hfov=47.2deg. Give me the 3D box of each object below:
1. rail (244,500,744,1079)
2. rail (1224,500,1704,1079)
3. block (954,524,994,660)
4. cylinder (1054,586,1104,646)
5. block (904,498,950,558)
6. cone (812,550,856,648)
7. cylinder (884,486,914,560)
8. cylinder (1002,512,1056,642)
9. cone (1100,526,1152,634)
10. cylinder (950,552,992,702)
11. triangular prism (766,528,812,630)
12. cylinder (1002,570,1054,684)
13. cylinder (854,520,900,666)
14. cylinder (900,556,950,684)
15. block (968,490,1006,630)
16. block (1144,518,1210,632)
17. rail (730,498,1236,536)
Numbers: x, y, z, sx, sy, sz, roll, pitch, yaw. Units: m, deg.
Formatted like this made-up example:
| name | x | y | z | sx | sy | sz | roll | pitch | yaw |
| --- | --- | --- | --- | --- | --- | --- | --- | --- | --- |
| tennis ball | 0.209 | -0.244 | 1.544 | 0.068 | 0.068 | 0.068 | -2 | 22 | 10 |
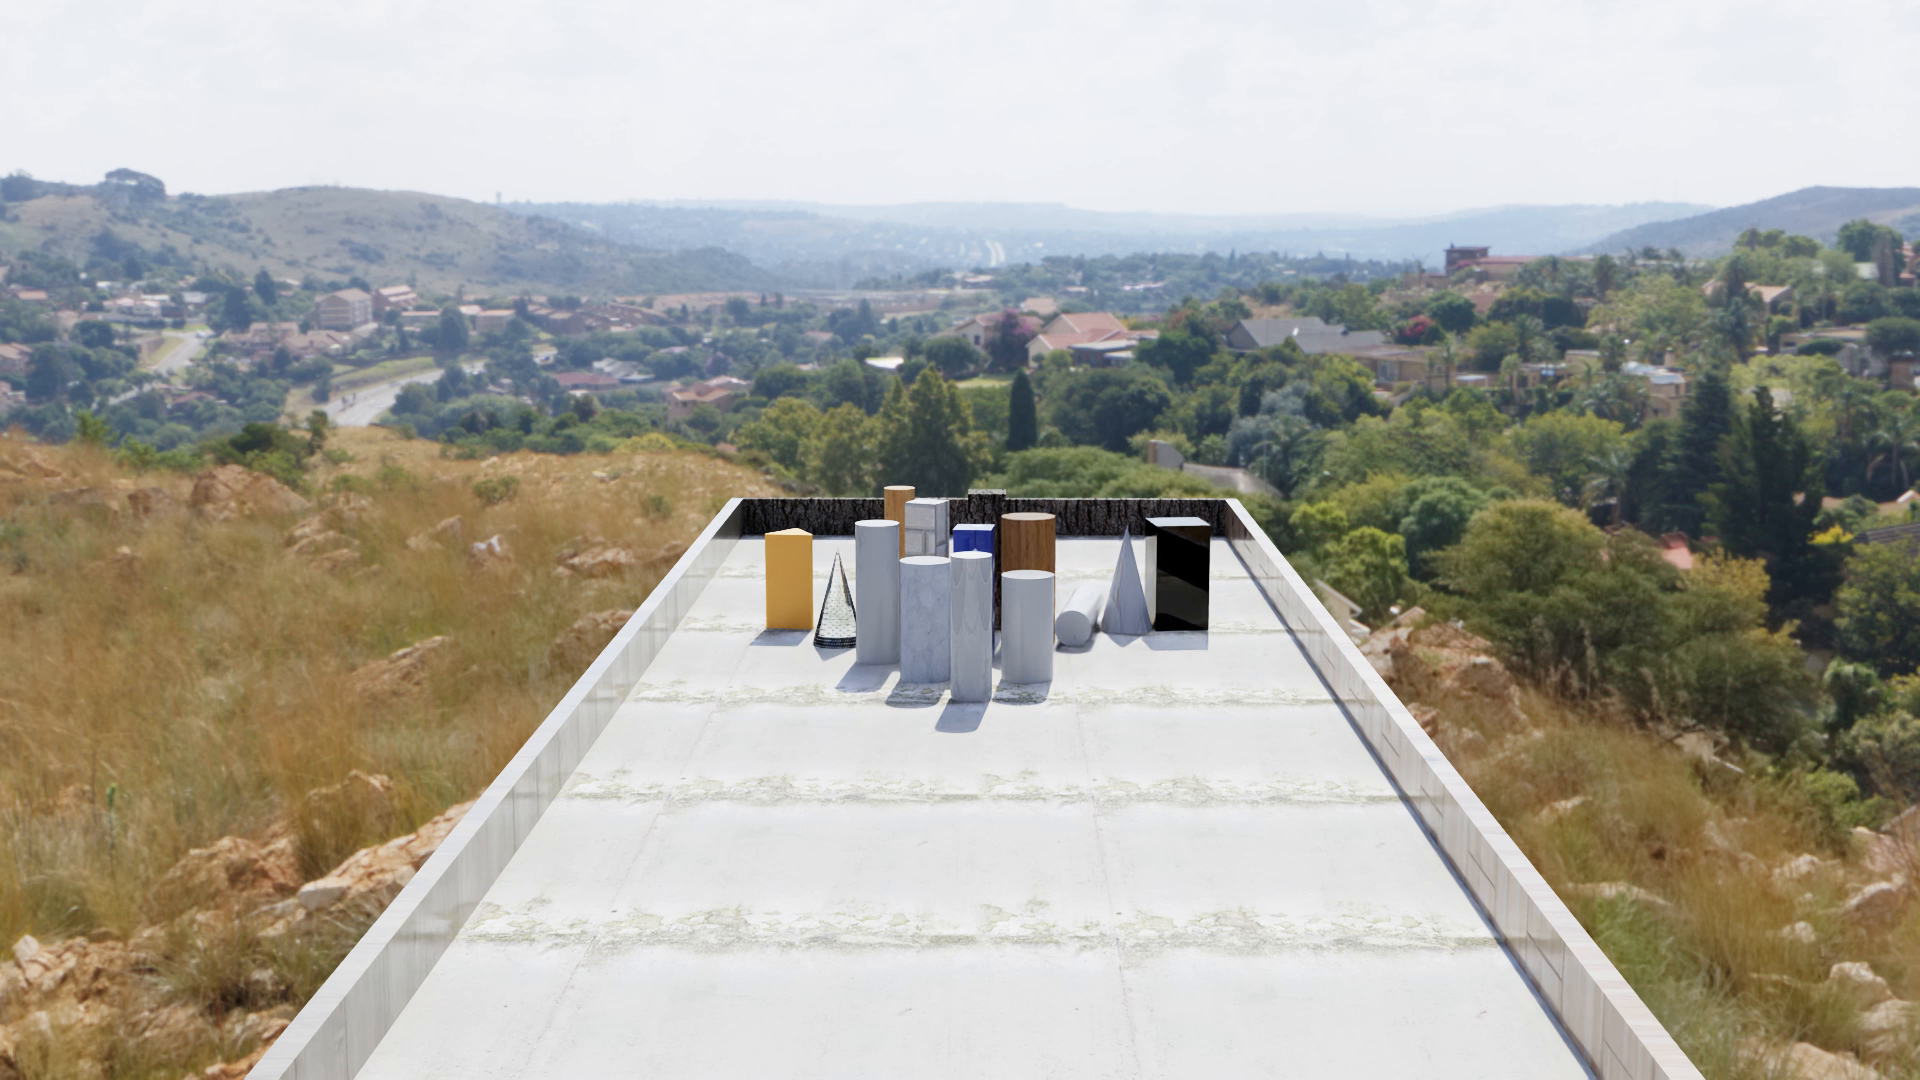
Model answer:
| name | x | y | z | sx | sy | sz | roll | pitch | yaw |
| --- | --- | --- | --- | --- | --- | --- | --- | --- | --- |
| rail | -1.004 | 0.839 | 3.234 | 0.050 | 0.150 | 12.000 | 0 | 9 | 1 |
| rail | 1.046 | 0.843 | 3.208 | 0.050 | 0.150 | 12.000 | 0 | 9 | 1 |
| block | 0.043 | 0.163 | 6.680 | 0.114 | 0.408 | 0.114 | 1 | 9 | 7 |
| cylinder | 0.388 | 0.243 | 7.106 | 0.117 | 0.117 | 0.451 | 1 | 9 | 9 |
| block | -0.103 | 0.101 | 6.937 | 0.104 | 0.449 | 0.104 | 4 | 10 | 25 |
| cone | -0.384 | 0.175 | 6.922 | 0.165 | 0.309 | 0.165 | 0 | 9 | 0 |
| cylinder | -0.197 | 0.057 | 7.187 | 0.100 | 0.458 | 0.100 | 0 | 9 | 0 |
| cylinder | 0.216 | 0.123 | 6.947 | 0.171 | 0.400 | 0.171 | 0 | 8 | 0 |
| cone | 0.541 | 0.121 | 7.147 | 0.172 | 0.343 | 0.172 | 0 | 9 | 0 |
| cylinder | 0.031 | 0.243 | 6.179 | 0.118 | 0.407 | 0.118 | 0 | 9 | 0 |
| triangular prism | -0.548 | 0.125 | 7.226 | 0.154 | 0.311 | 0.134 | 1 | 9 | 7 |
| cylinder | 0.197 | 0.253 | 6.429 | 0.154 | 0.308 | 0.154 | 0 | 9 | 0 |
| cylinder | -0.250 | 0.158 | 6.662 | 0.133 | 0.423 | 0.133 | 0 | 9 | 0 |
| cylinder | -0.100 | 0.232 | 6.425 | 0.151 | 0.350 | 0.151 | 0 | 9 | 0 |
| block | 0.088 | 0.063 | 7.185 | 0.123 | 0.446 | 0.123 | 0 | 9 | 1 |
| block | 0.711 | 0.111 | 7.207 | 0.176 | 0.346 | 0.176 | -1 | 9 | -7 |
| rail | 0.099 | -0.098 | 9.147 | 2.100 | 0.150 | 0.050 | 0 | 9 | 1 |
